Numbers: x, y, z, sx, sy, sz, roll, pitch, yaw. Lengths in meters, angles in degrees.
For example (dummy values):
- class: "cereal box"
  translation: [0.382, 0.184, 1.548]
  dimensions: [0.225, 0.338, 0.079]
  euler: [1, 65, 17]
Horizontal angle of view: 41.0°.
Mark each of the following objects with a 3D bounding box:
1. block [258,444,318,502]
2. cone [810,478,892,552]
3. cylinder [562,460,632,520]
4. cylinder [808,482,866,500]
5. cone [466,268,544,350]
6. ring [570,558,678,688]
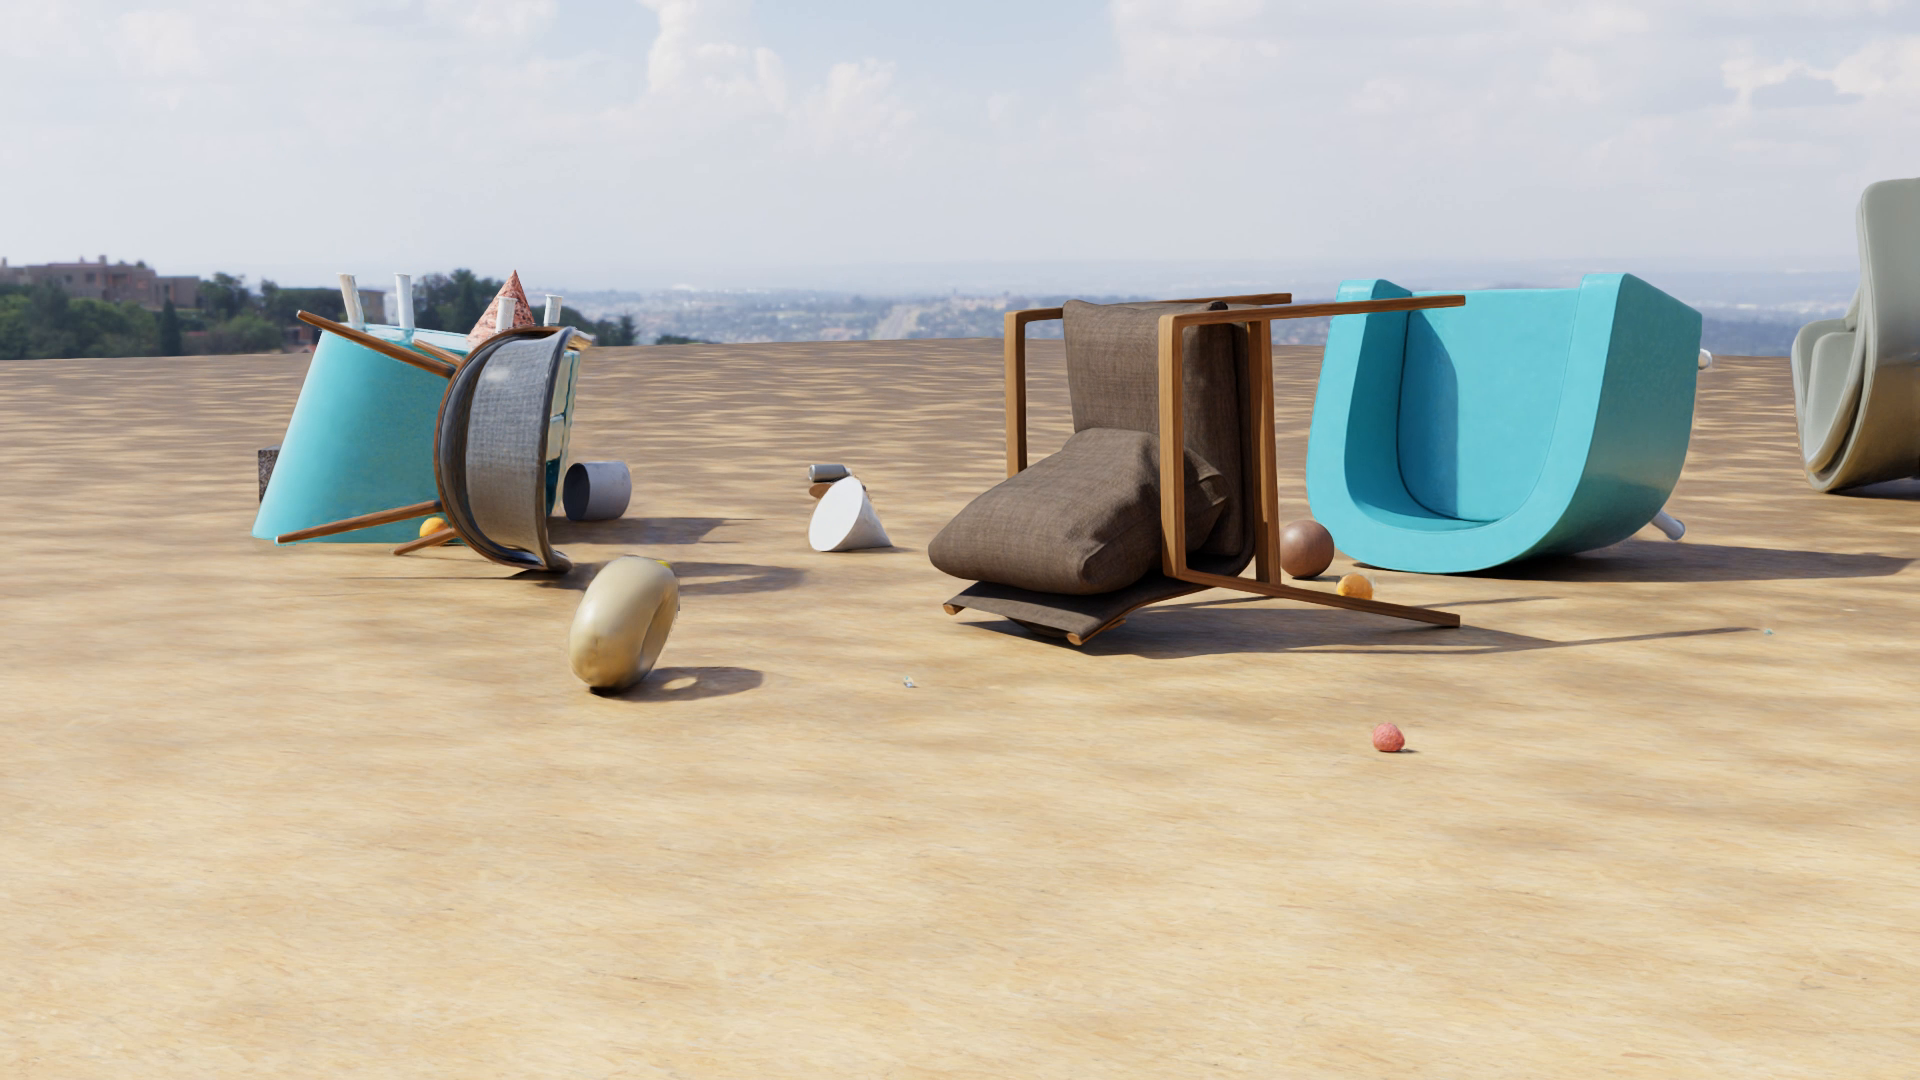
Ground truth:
- class: "block"
  translation: [-1.982, -0.197, 7.571]
  dimensions: [0.126, 0.153, 0.233]
  euler: [0, 6, -4]
- class: "cone"
  translation: [-0.230, -0.024, 6.213]
  dimensions: [0.186, 0.197, 0.193]
  euler: [30, -19, -33]
- class: "cylinder"
  translation: [-0.980, -0.133, 6.924]
  dimensions: [0.134, 0.166, 0.125]
  euler: [1, 29, -39]
- class: "cylinder"
  translation: [-0.364, -0.148, 7.617]
  dimensions: [0.122, 0.048, 0.125]
  euler: [1, 6, 30]
- class: "cone"
  translation: [-1.186, -0.615, 6.769]
  dimensions: [0.206, 0.203, 0.212]
  euler: [13, 8, 34]
- class: "ring"
  translation: [-0.543, 0.133, 4.153]
  dimensions: [0.114, 0.207, 0.380]
  euler: [16, 12, 3]
